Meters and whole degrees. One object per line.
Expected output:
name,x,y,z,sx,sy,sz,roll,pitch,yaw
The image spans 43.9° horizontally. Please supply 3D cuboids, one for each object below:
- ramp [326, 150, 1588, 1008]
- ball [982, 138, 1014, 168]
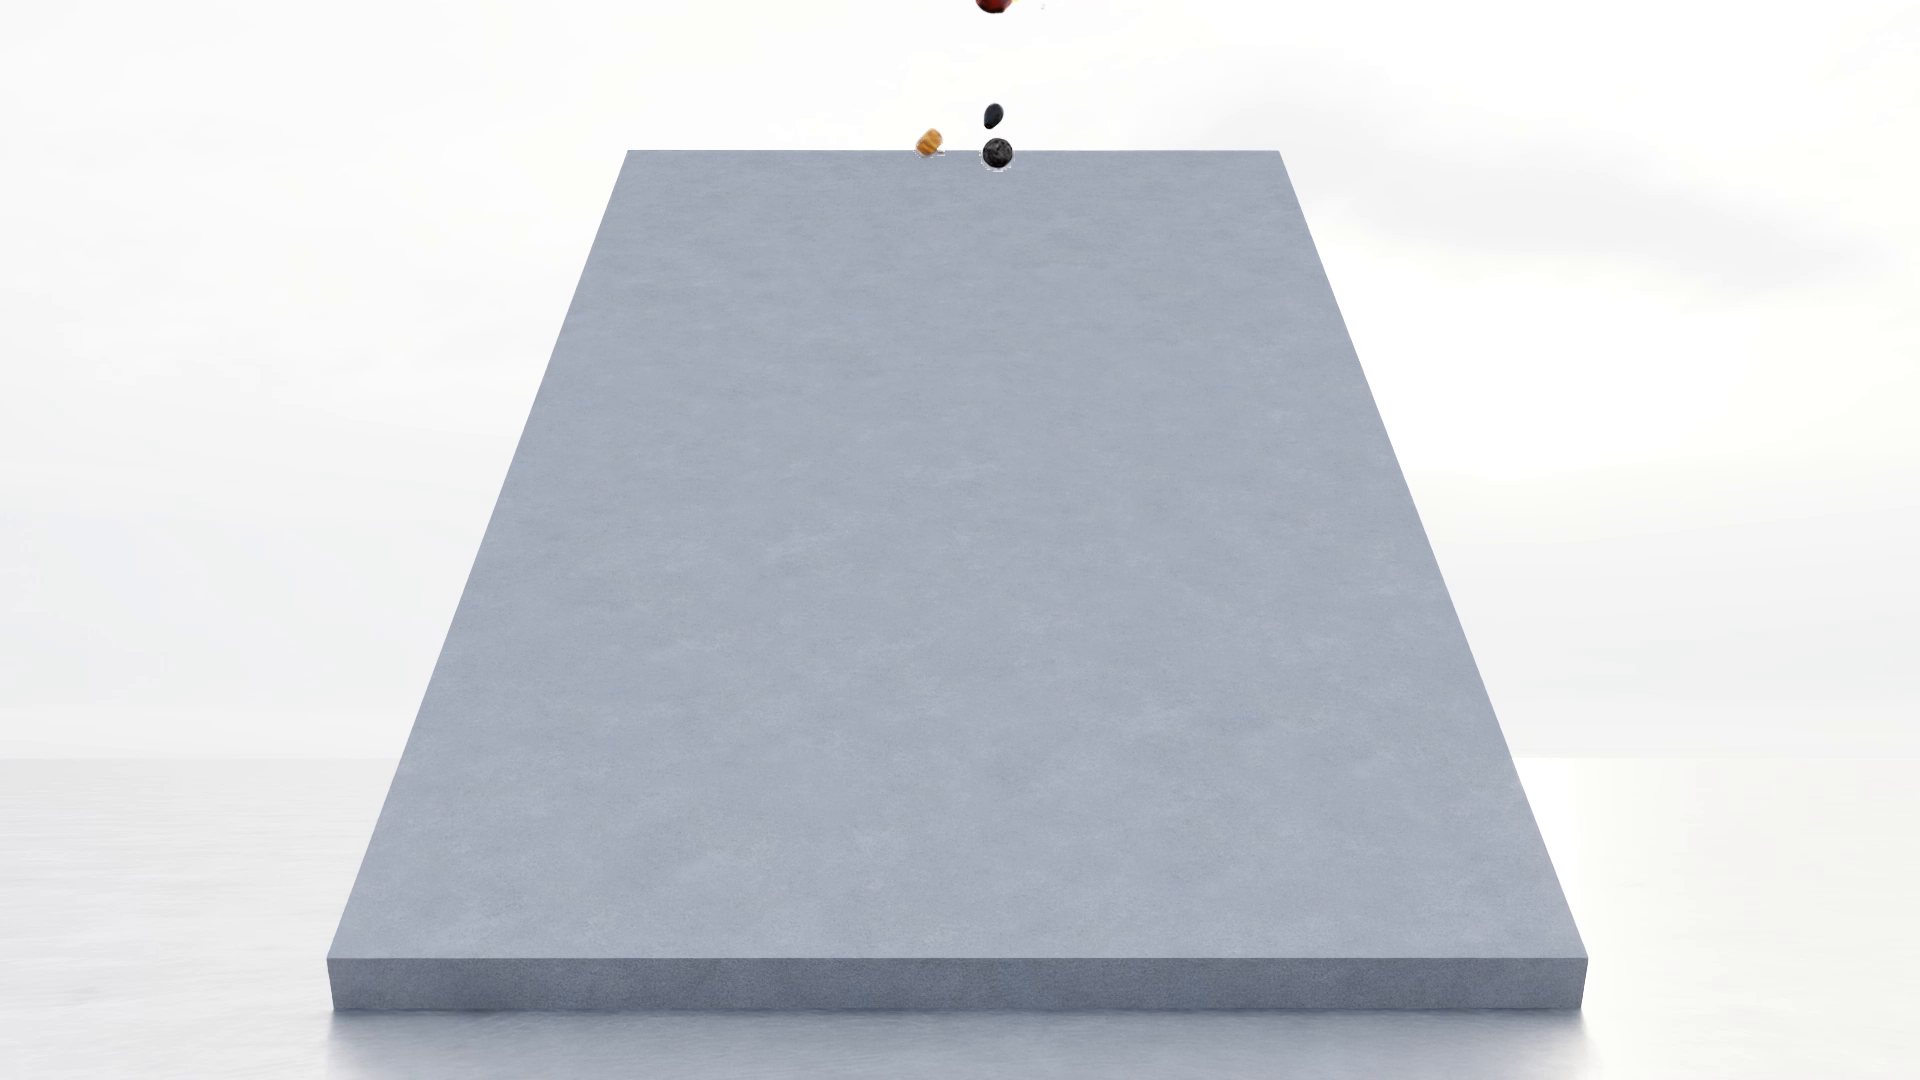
ramp,-0.011,-0.224,5.565,2.000,0.100,4.000,0,28,0
ball,0.108,-1.105,6.800,0.089,0.089,0.089,0,-5,0
